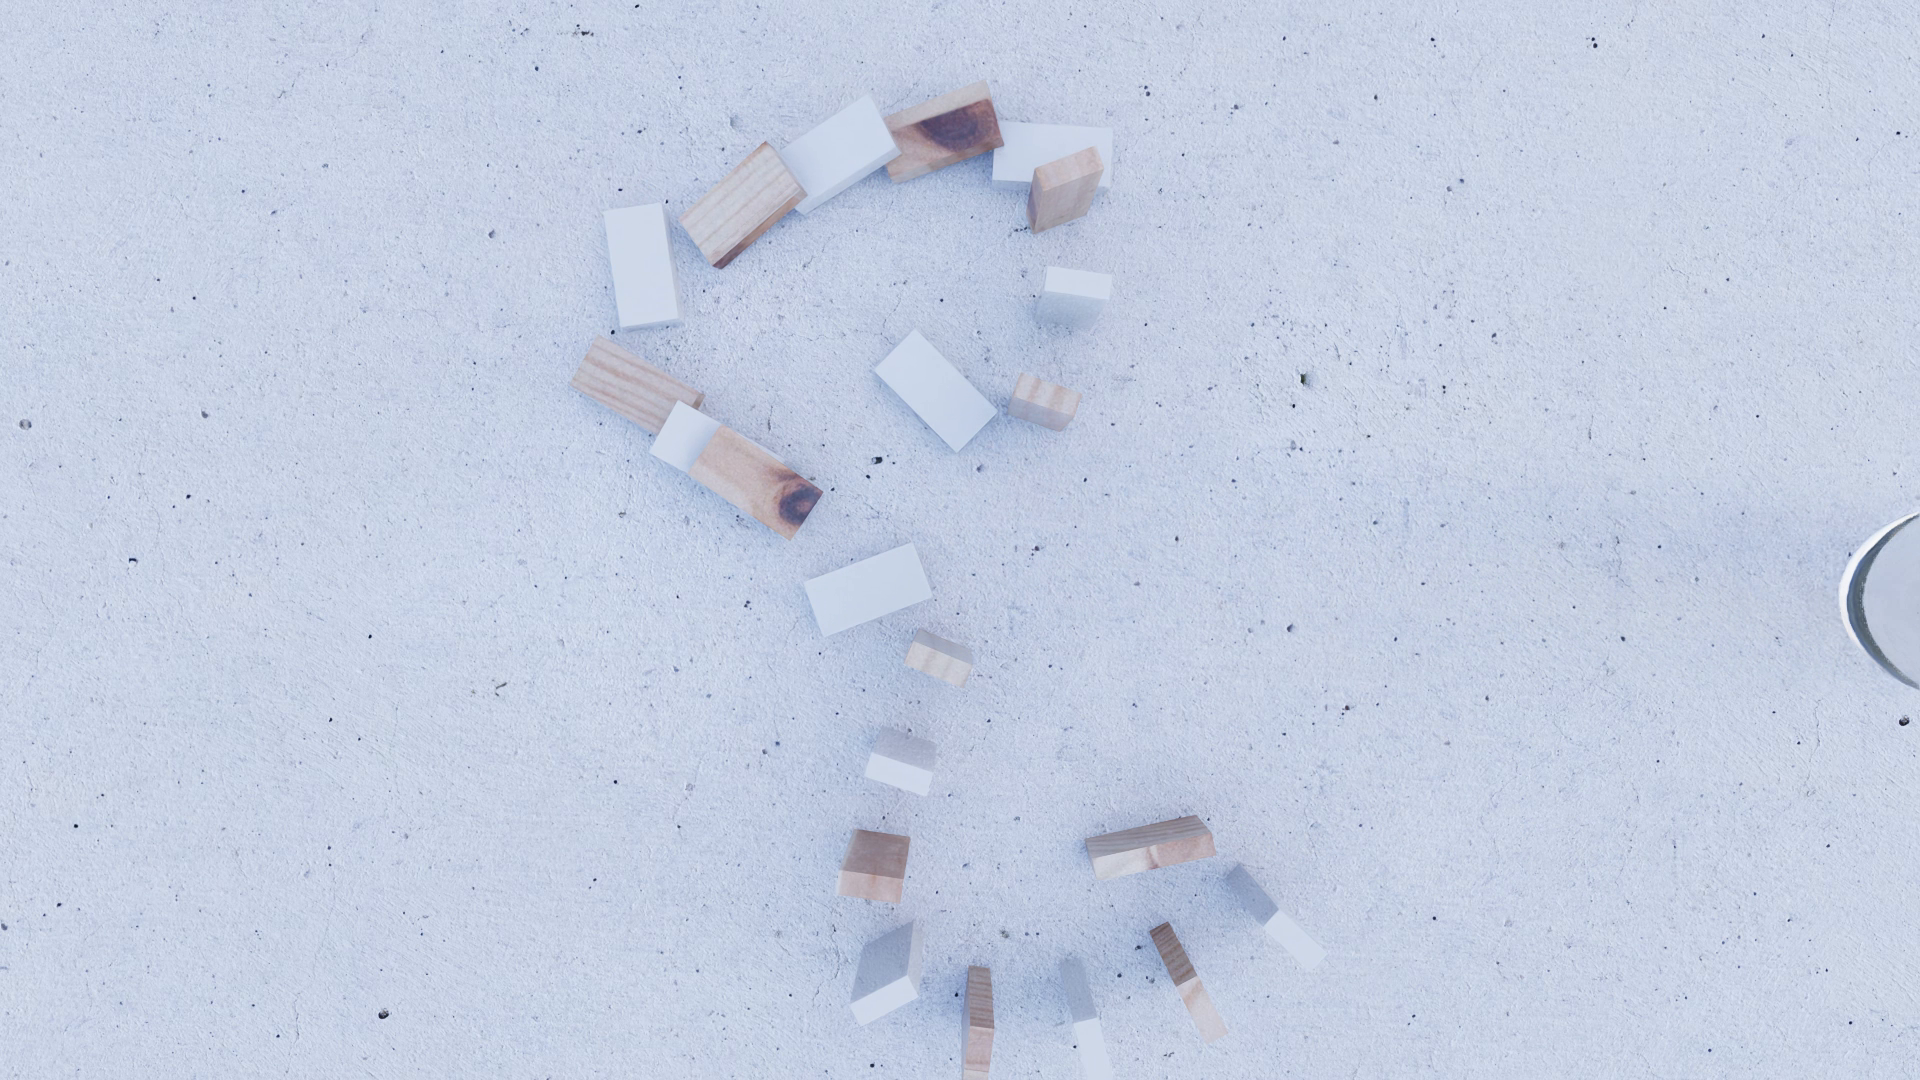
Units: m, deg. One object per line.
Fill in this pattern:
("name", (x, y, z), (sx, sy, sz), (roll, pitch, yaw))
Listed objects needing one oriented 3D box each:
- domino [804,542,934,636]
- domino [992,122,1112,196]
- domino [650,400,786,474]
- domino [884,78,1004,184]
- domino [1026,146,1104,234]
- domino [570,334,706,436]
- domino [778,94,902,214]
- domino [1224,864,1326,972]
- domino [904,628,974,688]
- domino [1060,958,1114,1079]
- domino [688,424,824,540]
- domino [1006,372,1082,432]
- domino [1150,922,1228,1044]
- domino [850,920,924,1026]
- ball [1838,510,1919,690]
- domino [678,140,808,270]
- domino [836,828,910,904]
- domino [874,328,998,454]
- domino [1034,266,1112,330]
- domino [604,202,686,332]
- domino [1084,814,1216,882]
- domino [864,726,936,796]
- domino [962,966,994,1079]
("domino", (-0.039, 0.021, 0.395), (0.050, 0.009, 0.025), (-20, 90, 0))
("domino", (0.039, -0.165, 0.395), (0.050, 0.009, 0.025), (4, 90, 0))
("domino", (-0.103, -0.036, 0.390), (0.050, 0.009, 0.025), (29, 90, -12))
("domino", (-0.009, -0.173, 0.390), (0.050, 0.009, 0.025), (-15, 90, 12))
("domino", (0.042, -0.142, 0.375), (0.025, 0.050, 0.009), (-21, 90, 0))
("domino", (-0.139, -0.065, 0.395), (0.050, 0.010, 0.025), (30, 90, 0))
("domino", (-0.053, -0.164, 0.390), (0.050, 0.010, 0.025), (-27, 90, 13))
("domino", (0.128, 0.153, 0.375), (0.025, 0.050, 0.010), (43, 90, 0))
("domino", (-0.008, 0.048, 0.375), (0.025, 0.050, 0.009), (22, 90, 0))
("domino", (0.051, 0.196, 0.375), (0.010, 0.050, 0.025), (-14, 90, 0))
("domino", (-0.085, -0.024, 0.385), (0.050, 0.009, 0.025), (34, 89, -12))
("domino", (0.033, -0.056, 0.375), (0.025, 0.050, 0.009), (19, 90, 0))
("domino", (0.093, 0.180, 0.375), (0.010, 0.050, 0.025), (-28, 90, 0))
("domino", (-0.029, 0.176, 0.375), (0.025, 0.050, 0.009), (-27, 90, 0))
("ball", (0.400, 0.024, 0.360), (0.080, 0.080, 0.080), (0, 90, 0))
("domino", (-0.092, -0.142, 0.390), (0.050, 0.010, 0.025), (-36, 90, 13))
("domino", (-0.035, 0.133, 0.375), (0.025, 0.050, 0.010), (8, 90, 0))
("domino", (-0.010, -0.064, 0.395), (0.050, 0.010, 0.025), (45, 90, 0))
("domino", (0.045, -0.098, 0.375), (0.025, 0.050, 0.009), (8, 90, 0))
("domino", (-0.136, -0.117, 0.395), (0.025, 0.009, 0.050), (-8, 90, 0))
("domino", (0.080, 0.130, 0.388), (0.050, 0.025, 0.010), (-12, 90, 0))
("domino", (-0.023, 0.090, 0.375), (0.025, 0.050, 0.009), (18, 90, 0))
("domino", (0.007, 0.199, 0.375), (0.009, 0.050, 0.025), (8, 90, 0))
